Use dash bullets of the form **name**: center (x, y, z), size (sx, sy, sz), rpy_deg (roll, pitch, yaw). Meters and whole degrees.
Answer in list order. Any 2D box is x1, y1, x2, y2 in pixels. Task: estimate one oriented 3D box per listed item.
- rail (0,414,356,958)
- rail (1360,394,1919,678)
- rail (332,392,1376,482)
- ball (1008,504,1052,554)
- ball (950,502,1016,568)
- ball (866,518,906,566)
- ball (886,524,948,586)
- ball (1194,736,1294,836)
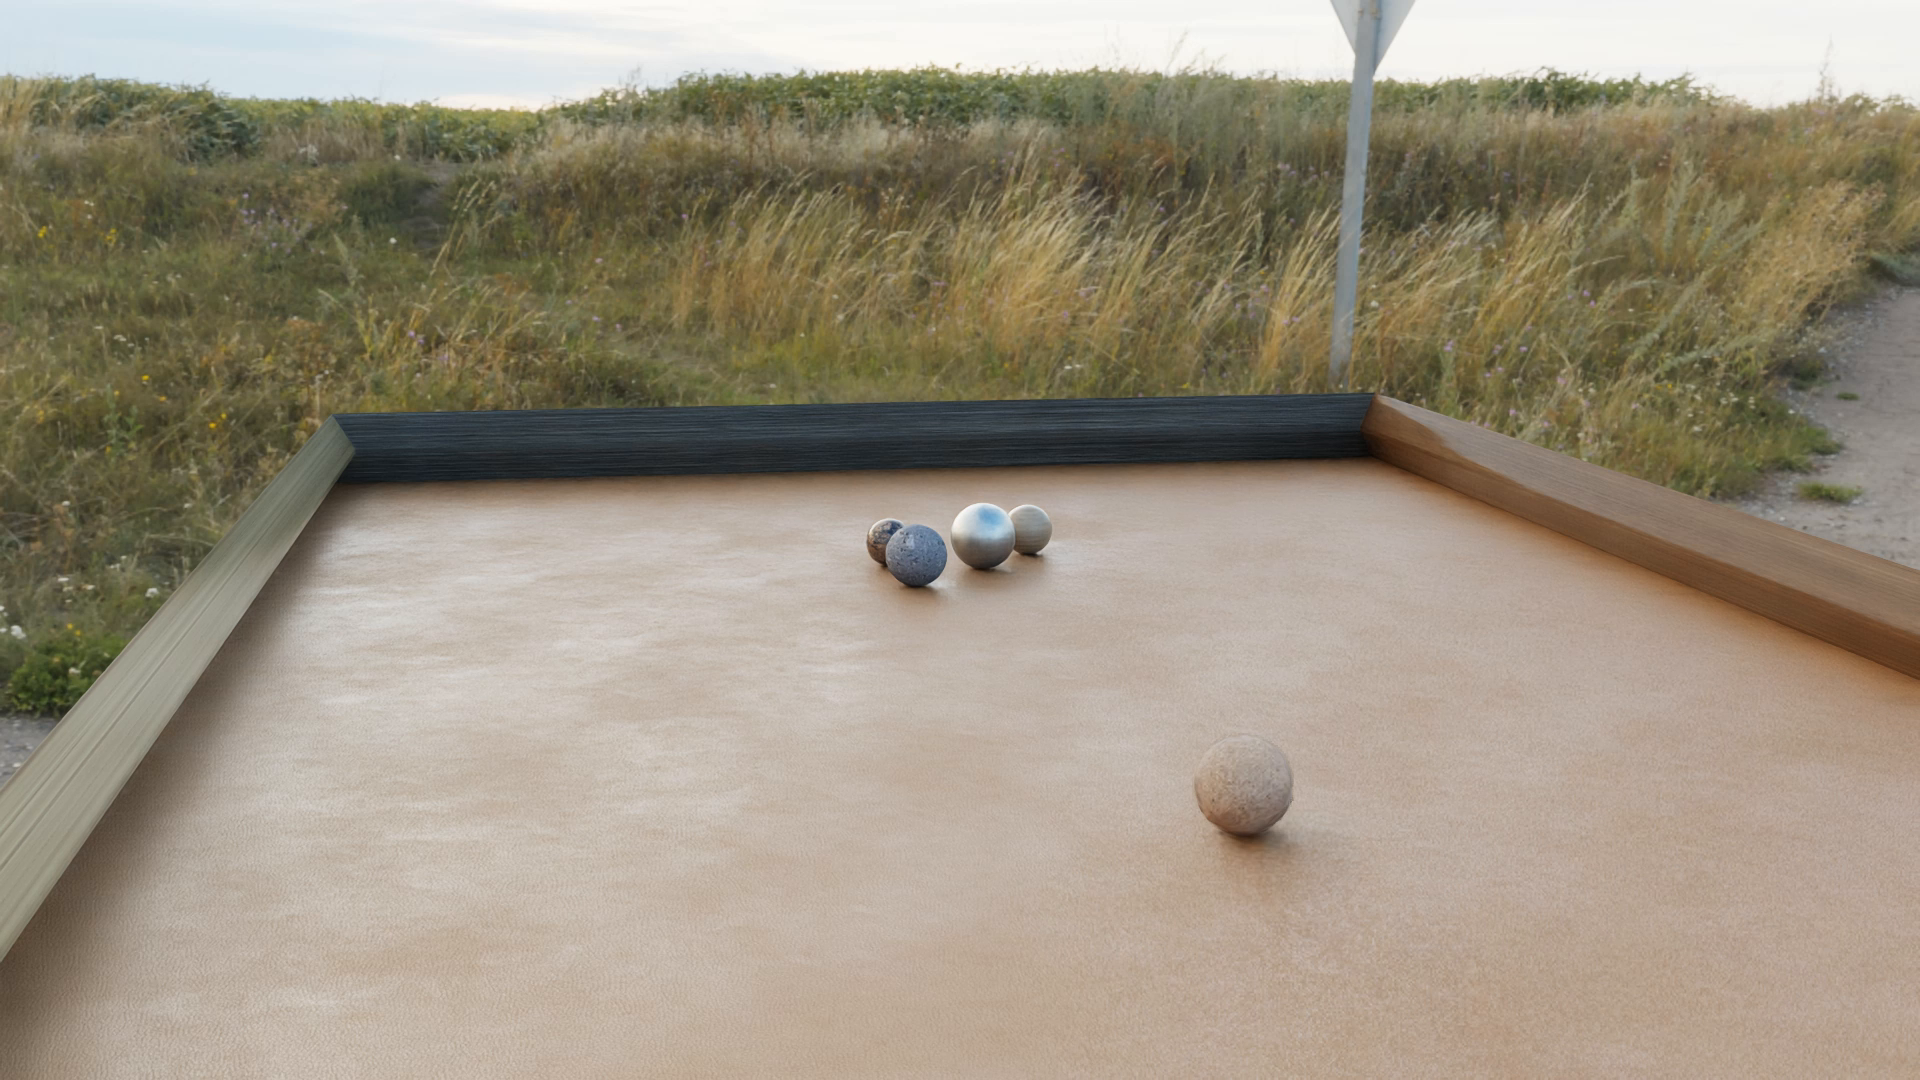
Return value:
- **rail**: center (-0.796, 0.183, 2.125), size (0.045, 0.126, 3.908), rpy_deg (-2, 11, -9)
- **rail**: center (1.123, 0.123, 2.446), size (0.045, 0.126, 3.908), rpy_deg (-2, 11, -9)
- **rail**: center (-0.160, -0.193, 4.157), size (1.994, 0.126, 0.045), rpy_deg (-2, 11, -9)
- **ball**: center (0.103, -0.016, 3.342), size (0.076, 0.076, 0.076), rpy_deg (0, 10, 0)
- **ball**: center (0.034, -0.006, 3.230), size (0.097, 0.097, 0.097), rpy_deg (0, 10, 0)
- **ball**: center (-0.104, 0.003, 3.253), size (0.070, 0.070, 0.070), rpy_deg (0, 10, 0)
- **ball**: center (-0.062, 0.022, 3.106), size (0.088, 0.088, 0.088), rpy_deg (0, 10, 0)
- **ball**: center (0.259, 0.224, 2.007), size (0.090, 0.090, 0.090), rpy_deg (0, 10, 0)
